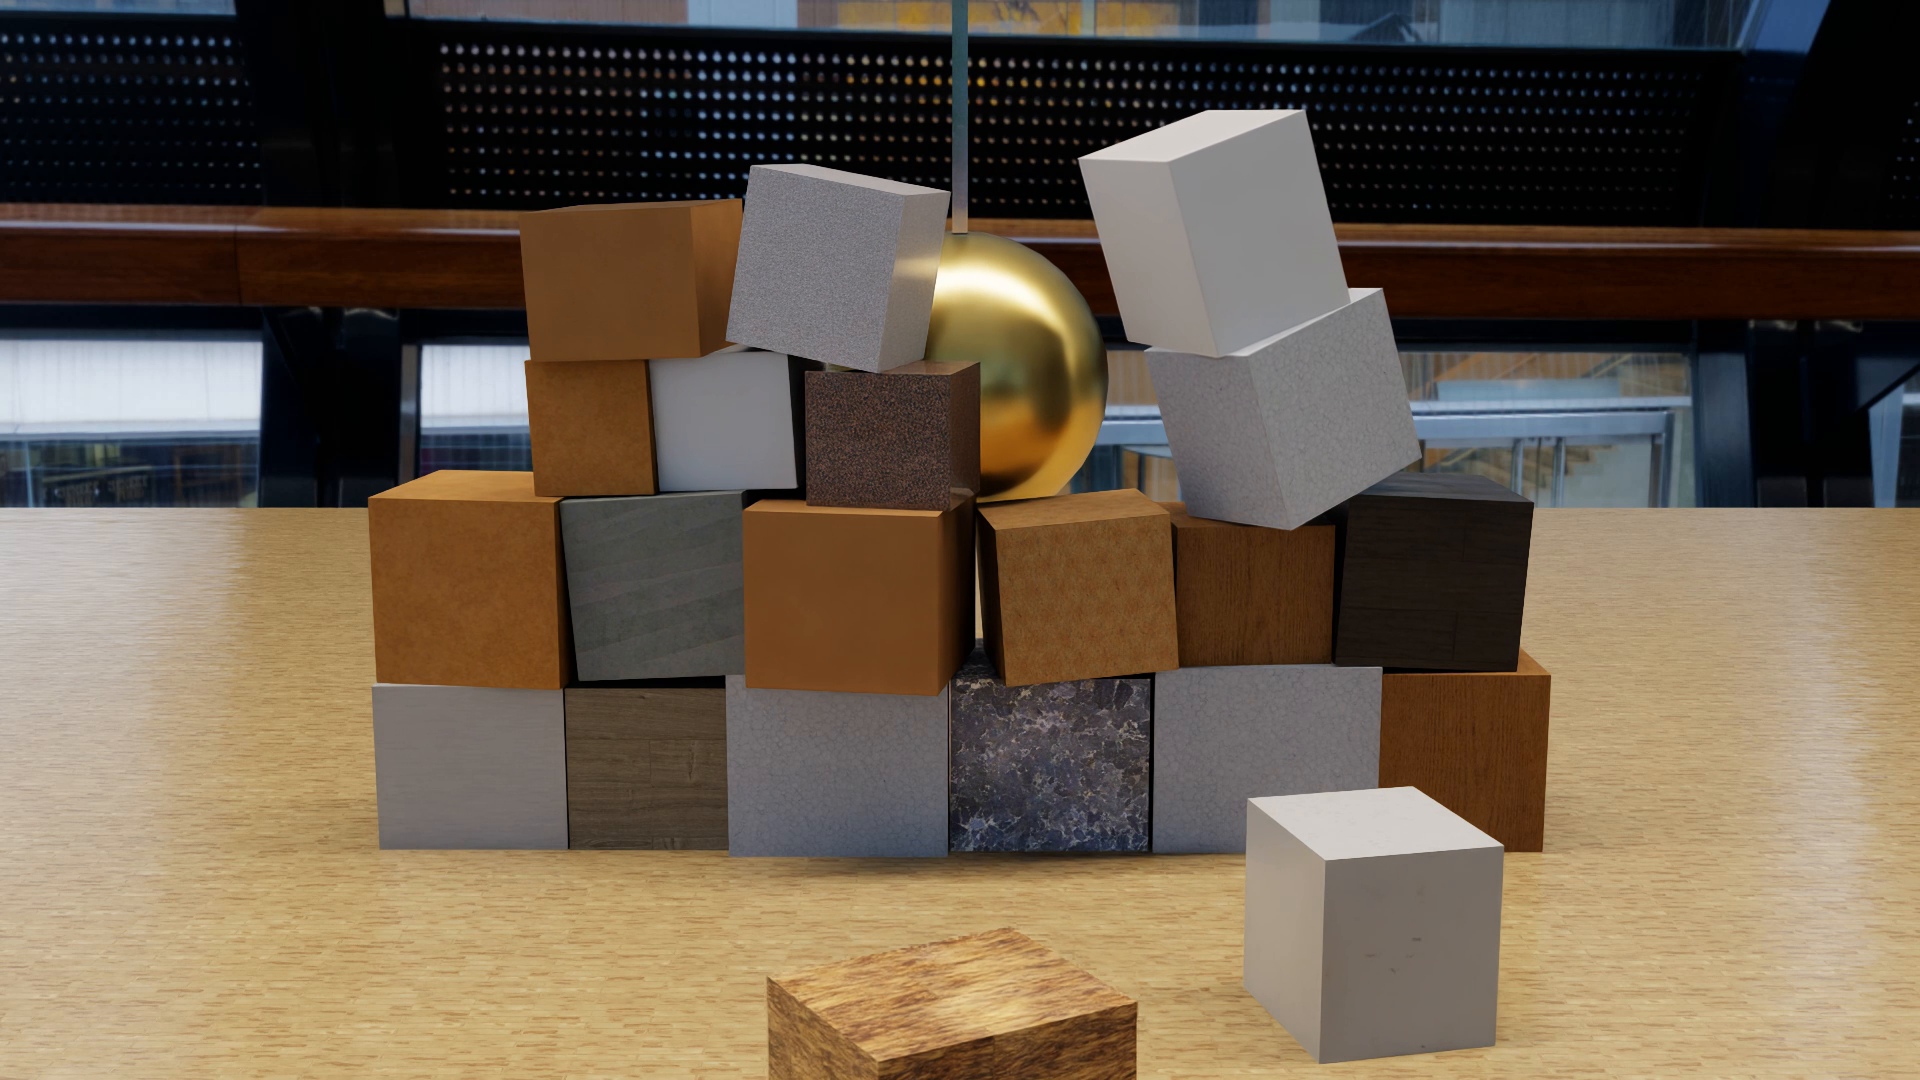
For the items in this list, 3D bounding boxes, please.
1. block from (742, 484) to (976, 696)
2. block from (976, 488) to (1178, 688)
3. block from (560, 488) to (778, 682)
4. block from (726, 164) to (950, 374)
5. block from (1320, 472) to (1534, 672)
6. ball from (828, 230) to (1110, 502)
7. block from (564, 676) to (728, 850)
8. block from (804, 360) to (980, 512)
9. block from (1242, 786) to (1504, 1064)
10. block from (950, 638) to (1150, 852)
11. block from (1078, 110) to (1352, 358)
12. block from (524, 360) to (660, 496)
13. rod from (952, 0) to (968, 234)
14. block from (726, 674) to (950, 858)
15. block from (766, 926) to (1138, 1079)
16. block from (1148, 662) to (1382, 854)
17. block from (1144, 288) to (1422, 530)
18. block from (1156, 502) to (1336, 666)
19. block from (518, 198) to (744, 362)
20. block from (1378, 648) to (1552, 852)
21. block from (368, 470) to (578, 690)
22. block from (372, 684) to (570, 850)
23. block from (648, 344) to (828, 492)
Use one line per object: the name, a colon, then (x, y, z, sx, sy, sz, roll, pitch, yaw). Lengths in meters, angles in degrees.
block: (-0.472, 0.205, 10.849, 0.932, 0.857, 1.054, 2, 10, 10)
block: (0.569, 0.222, 11.041, 0.854, 0.776, 0.831, -5, 10, -6)
block: (-1.400, 0.151, 11.148, 0.911, 0.893, 0.910, -3, 10, 9)
block: (-0.581, -1.328, 10.621, 0.772, 0.836, 0.724, 13, 13, 14)
block: (2.301, 0.136, 11.212, 0.913, 0.853, 0.877, 3, 10, -4)
ball: (0.000, -0.855, 11.801, 1.600, 1.600, 1.600, 0, 10, 0)
block: (-1.554, 1.067, 11.369, 0.800, 0.833, 0.864, 0, 10, 0)
block: (-0.315, -0.520, 10.647, 0.703, 0.643, 0.644, 2, 11, 13)
block: (1.645, 1.528, 8.868, 0.740, 0.820, 0.818, -2, 11, -13)
block: (0.446, 1.040, 11.374, 0.988, 0.885, 0.911, 0, 10, 0)
block: (1.223, -1.501, 10.643, 0.764, 0.953, 0.891, -23, 19, -19)
block: (-1.746, -0.608, 11.025, 0.611, 0.669, 0.669, -1, 10, 11)
rod: (0.000, -4.096, 10.772, 0.080, 5.200, 0.080, 0, 18, 0)
block: (-0.601, 1.016, 11.379, 1.086, 0.929, 1.118, 0, 10, 0)
block: (-0.034, 1.843, 7.078, 0.918, 0.841, 0.775, -6, 12, -29)
block: (1.514, 1.009, 11.374, 1.117, 0.946, 0.978, 0, 10, -1)
block: (1.593, -0.668, 10.832, 0.912, 0.884, 0.760, -27, 20, -29)
block: (1.418, 0.207, 11.192, 0.782, 0.696, 0.782, -1, 10, -5)
block: (-1.588, -1.292, 10.863, 0.861, 0.711, 0.817, 0, 11, 12)
block: (2.494, 1.028, 11.373, 0.833, 0.909, 0.945, 0, 10, 0)
block: (-2.365, 0.182, 11.249, 0.947, 0.934, 0.943, 2, 10, 8)
block: (-2.438, 1.065, 11.356, 0.946, 0.842, 0.823, 0, 10, 0)
block: (-1.076, -0.635, 10.952, 0.701, 0.667, 0.672, -1, 11, 13)
